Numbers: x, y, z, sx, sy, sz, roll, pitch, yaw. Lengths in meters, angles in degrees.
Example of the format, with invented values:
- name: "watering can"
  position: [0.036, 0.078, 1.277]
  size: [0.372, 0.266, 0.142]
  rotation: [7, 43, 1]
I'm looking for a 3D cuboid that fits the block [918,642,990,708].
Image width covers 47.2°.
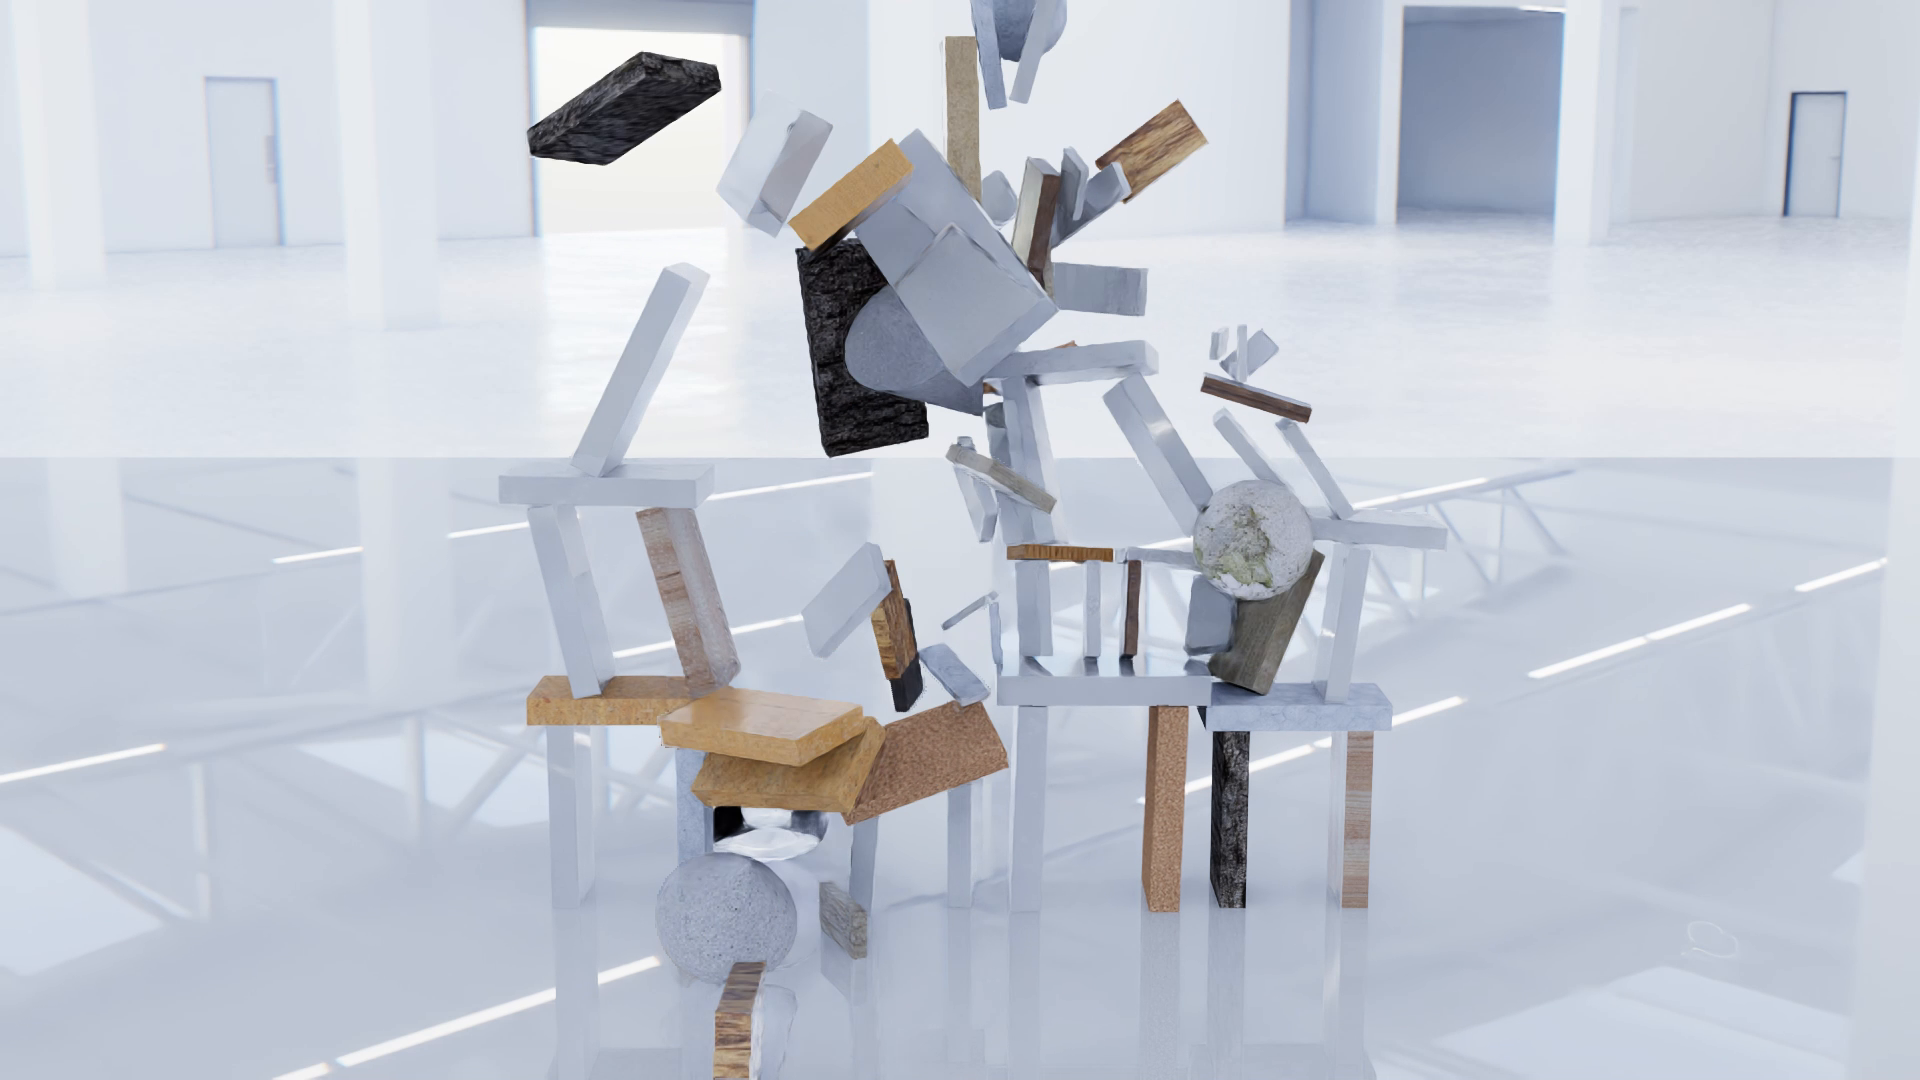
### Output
- name: "block"
  position: [-0.012, 0.214, 3.512]
  size: [0.048, 0.014, 0.184]
  rotation: [-18, 28, -17]

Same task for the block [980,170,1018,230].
- name: "block"
  position: [0.028, -0.564, 3.841]
  size: [0.166, 0.083, 0.023]
  rotation: [-34, -6, 30]

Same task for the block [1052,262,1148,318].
- name: "block"
  position: [0.182, -0.449, 3.893]
  size: [0.337, 0.083, 0.023]
  rotation: [10, 12, 36]

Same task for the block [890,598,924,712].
- name: "block"
  position: [-0.091, 0.180, 3.468]
  size: [0.023, 0.160, 0.080]
  rotation: [-2, 21, 19]

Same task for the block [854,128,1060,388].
- name: "block"
  position: [-0.026, -0.428, 3.299]
  size: [0.049, 0.175, 0.409]
  rotation: [36, 17, -55]

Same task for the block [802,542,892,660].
- name: "block"
  position: [-0.160, 0.086, 3.086]
  size: [0.023, 0.163, 0.081]
  rotation: [17, 40, -37]

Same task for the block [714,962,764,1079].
- name: "block"
  position: [-0.276, 0.634, 2.760]
  size: [0.042, 0.148, 0.428]
  rotation: [2, -3, -3]

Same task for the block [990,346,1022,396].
- name: "block"
  position: [0.010, -0.332, 4.148]
  size: [0.194, 0.097, 0.028]
  rotation: [10, -29, 15]

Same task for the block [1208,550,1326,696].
- name: "block"
  position: [0.504, 0.124, 3.646]
  size: [0.036, 0.252, 0.126]
  rotation: [27, -6, -33]

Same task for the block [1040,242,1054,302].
- name: "block"
  position: [0.133, -0.427, 3.542]
  size: [0.015, 0.109, 0.054]
  rotation: [2, -18, -16]

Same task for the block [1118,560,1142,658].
- name: "block"
  position: [0.279, 0.113, 3.609]
  size: [0.022, 0.155, 0.077]
  rotation: [4, -7, -2]

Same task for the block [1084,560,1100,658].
- name: "block"
  position: [0.216, 0.113, 3.606]
  size: [0.022, 0.158, 0.079]
  rotation: [1, -4, 0]

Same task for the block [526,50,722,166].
- name: "block"
  position: [-0.513, -0.652, 3.344]
  size: [0.292, 0.041, 0.146]
  rotation: [-22, -14, 41]

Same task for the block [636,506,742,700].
- name: "block"
  position: [-0.439, 0.086, 3.577]
  size: [0.045, 0.315, 0.158]
  rotation: [-14, 8, 11]

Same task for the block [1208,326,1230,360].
- name: "block"
  position: [0.424, -0.322, 3.599]
  size: [0.013, 0.046, 0.092]
  rotation: [10, 15, 15]

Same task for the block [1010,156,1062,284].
- name: "block"
  position: [0.116, -0.500, 3.530]
  size: [0.029, 0.206, 0.103]
  rotation: [3, 24, -17]

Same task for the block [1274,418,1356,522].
- name: "block"
  position: [0.574, -0.116, 3.558]
  size: [0.025, 0.178, 0.089]
  rotation: [-34, 10, 5]

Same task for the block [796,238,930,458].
- name: "block"
  position: [-0.158, -0.321, 3.621]
  size: [0.175, 0.349, 0.049]
  rotation: [-12, 25, -13]

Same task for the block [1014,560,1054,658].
- name: "block"
  position: [0.121, 0.113, 3.613]
  size: [0.022, 0.158, 0.079]
  rotation: [-2, -1, -25]

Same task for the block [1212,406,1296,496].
- name: "block"
  position: [0.475, -0.134, 3.551]
  size: [0.025, 0.178, 0.089]
  rotation: [-40, 5, 13]

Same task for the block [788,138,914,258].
- name: "block"
  position: [-0.149, -0.468, 3.047]
  size: [0.172, 0.049, 0.417]
  rotation: [-39, 6, 2]

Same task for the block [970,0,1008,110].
- name: "block"
  position: [0.040, -0.781, 3.405]
  size: [0.029, 0.206, 0.103]
  rotation: [-10, 27, 1]

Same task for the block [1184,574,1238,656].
- name: "block"
  position: [0.422, 0.120, 3.670]
  size: [0.077, 0.022, 0.155]
  rotation: [-9, 49, 26]

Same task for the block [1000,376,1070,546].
- name: "block"
  position: [0.126, -0.126, 3.653]
  size: [0.039, 0.276, 0.138]
  rotation: [-12, -6, 12]

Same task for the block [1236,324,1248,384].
- name: "block"
  position: [0.452, -0.299, 3.526]
  size: [0.013, 0.092, 0.046]
  rotation: [-2, 6, 4]

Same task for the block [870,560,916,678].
- name: "block"
  position: [-0.107, 0.121, 3.362]
  size: [0.023, 0.163, 0.081]
  rotation: [-4, 24, 22]

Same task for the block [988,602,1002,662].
- name: "block"
  position: [0.059, 0.150, 3.598]
  size: [0.014, 0.096, 0.048]
  rotation: [-4, 1, 5]

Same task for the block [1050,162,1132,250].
- name: "block"
  position: [0.180, -0.525, 3.558]
  size: [0.015, 0.054, 0.286]
  rotation: [-19, -6, -36]

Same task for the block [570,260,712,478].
- name: "block"
  position: [-0.507, -0.274, 3.500]
  size: [0.049, 0.345, 0.172]
  rotation: [27, 11, -1]

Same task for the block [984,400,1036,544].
- name: "block"
  position: [0.080, -0.110, 3.593]
  size: [0.023, 0.230, 0.080]
  rotation: [-8, 0, -23]

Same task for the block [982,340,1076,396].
- name: "block"
  position: [0.115, -0.308, 3.975]
  size: [0.194, 0.028, 0.097]
  rotation: [-16, 11, 45]

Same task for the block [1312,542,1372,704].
- name: "block"
  position: [0.622, 0.127, 3.587]
  size: [0.036, 0.252, 0.126]
  rotation: [7, 10, -1]

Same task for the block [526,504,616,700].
- name: "block"
  position: [-0.630, 0.086, 3.575]
  size: [0.045, 0.315, 0.157]
  rotation: [-12, 10, 2]

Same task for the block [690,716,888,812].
- name: "block"
  position: [-0.267, 0.343, 3.400]
  size: [0.295, 0.042, 0.148]
  rotation: [-2, 48, 36]

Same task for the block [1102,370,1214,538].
- name: "block"
  position: [0.337, -0.140, 3.647]
  size: [0.039, 0.279, 0.138]
  rotation: [-31, -1, -11]
